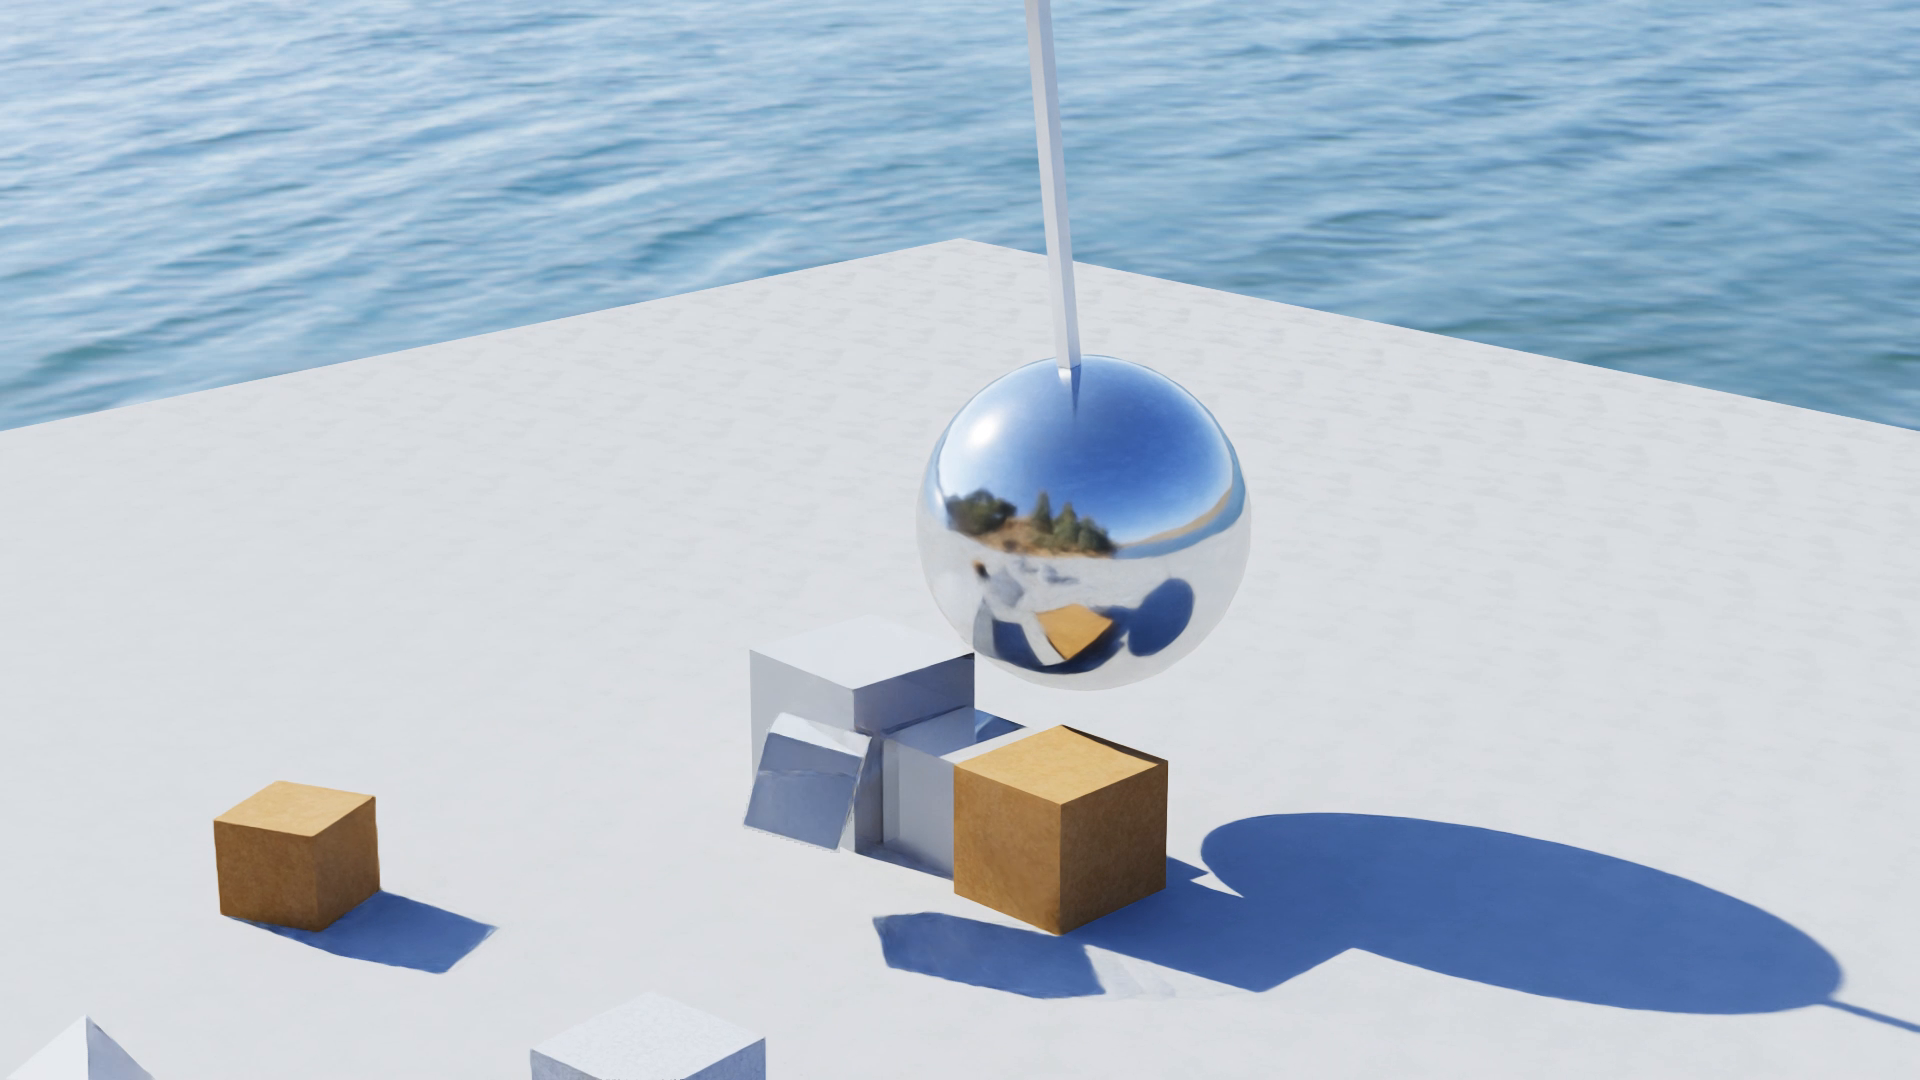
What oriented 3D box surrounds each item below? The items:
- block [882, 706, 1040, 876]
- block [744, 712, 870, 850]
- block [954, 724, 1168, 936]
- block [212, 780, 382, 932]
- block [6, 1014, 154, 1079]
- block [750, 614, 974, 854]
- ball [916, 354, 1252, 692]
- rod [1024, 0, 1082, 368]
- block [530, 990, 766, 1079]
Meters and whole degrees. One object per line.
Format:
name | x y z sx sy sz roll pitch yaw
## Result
block | 0.041 1.176 13.675 0.564 0.556 0.568 -17 24 -42
block | -0.673 1.066 12.991 0.422 0.432 0.451 16 8 1
block | 0.452 1.293 13.194 0.649 0.622 0.713 16 24 42
block | -2.957 1.408 13.103 0.513 0.457 0.500 7 19 20
block | -3.082 2.147 10.151 0.635 0.546 0.578 -40 24 -3
block | -0.466 0.913 14.081 0.766 0.814 0.755 -15 23 -40
ball | 0.587 -0.081 13.931 1.600 1.600 1.600 0 17 0
rod | 0.254 -3.194 12.604 0.080 5.200 0.080 17 32 42
block | -1.121 2.101 10.622 0.586 0.622 0.603 14 22 38
